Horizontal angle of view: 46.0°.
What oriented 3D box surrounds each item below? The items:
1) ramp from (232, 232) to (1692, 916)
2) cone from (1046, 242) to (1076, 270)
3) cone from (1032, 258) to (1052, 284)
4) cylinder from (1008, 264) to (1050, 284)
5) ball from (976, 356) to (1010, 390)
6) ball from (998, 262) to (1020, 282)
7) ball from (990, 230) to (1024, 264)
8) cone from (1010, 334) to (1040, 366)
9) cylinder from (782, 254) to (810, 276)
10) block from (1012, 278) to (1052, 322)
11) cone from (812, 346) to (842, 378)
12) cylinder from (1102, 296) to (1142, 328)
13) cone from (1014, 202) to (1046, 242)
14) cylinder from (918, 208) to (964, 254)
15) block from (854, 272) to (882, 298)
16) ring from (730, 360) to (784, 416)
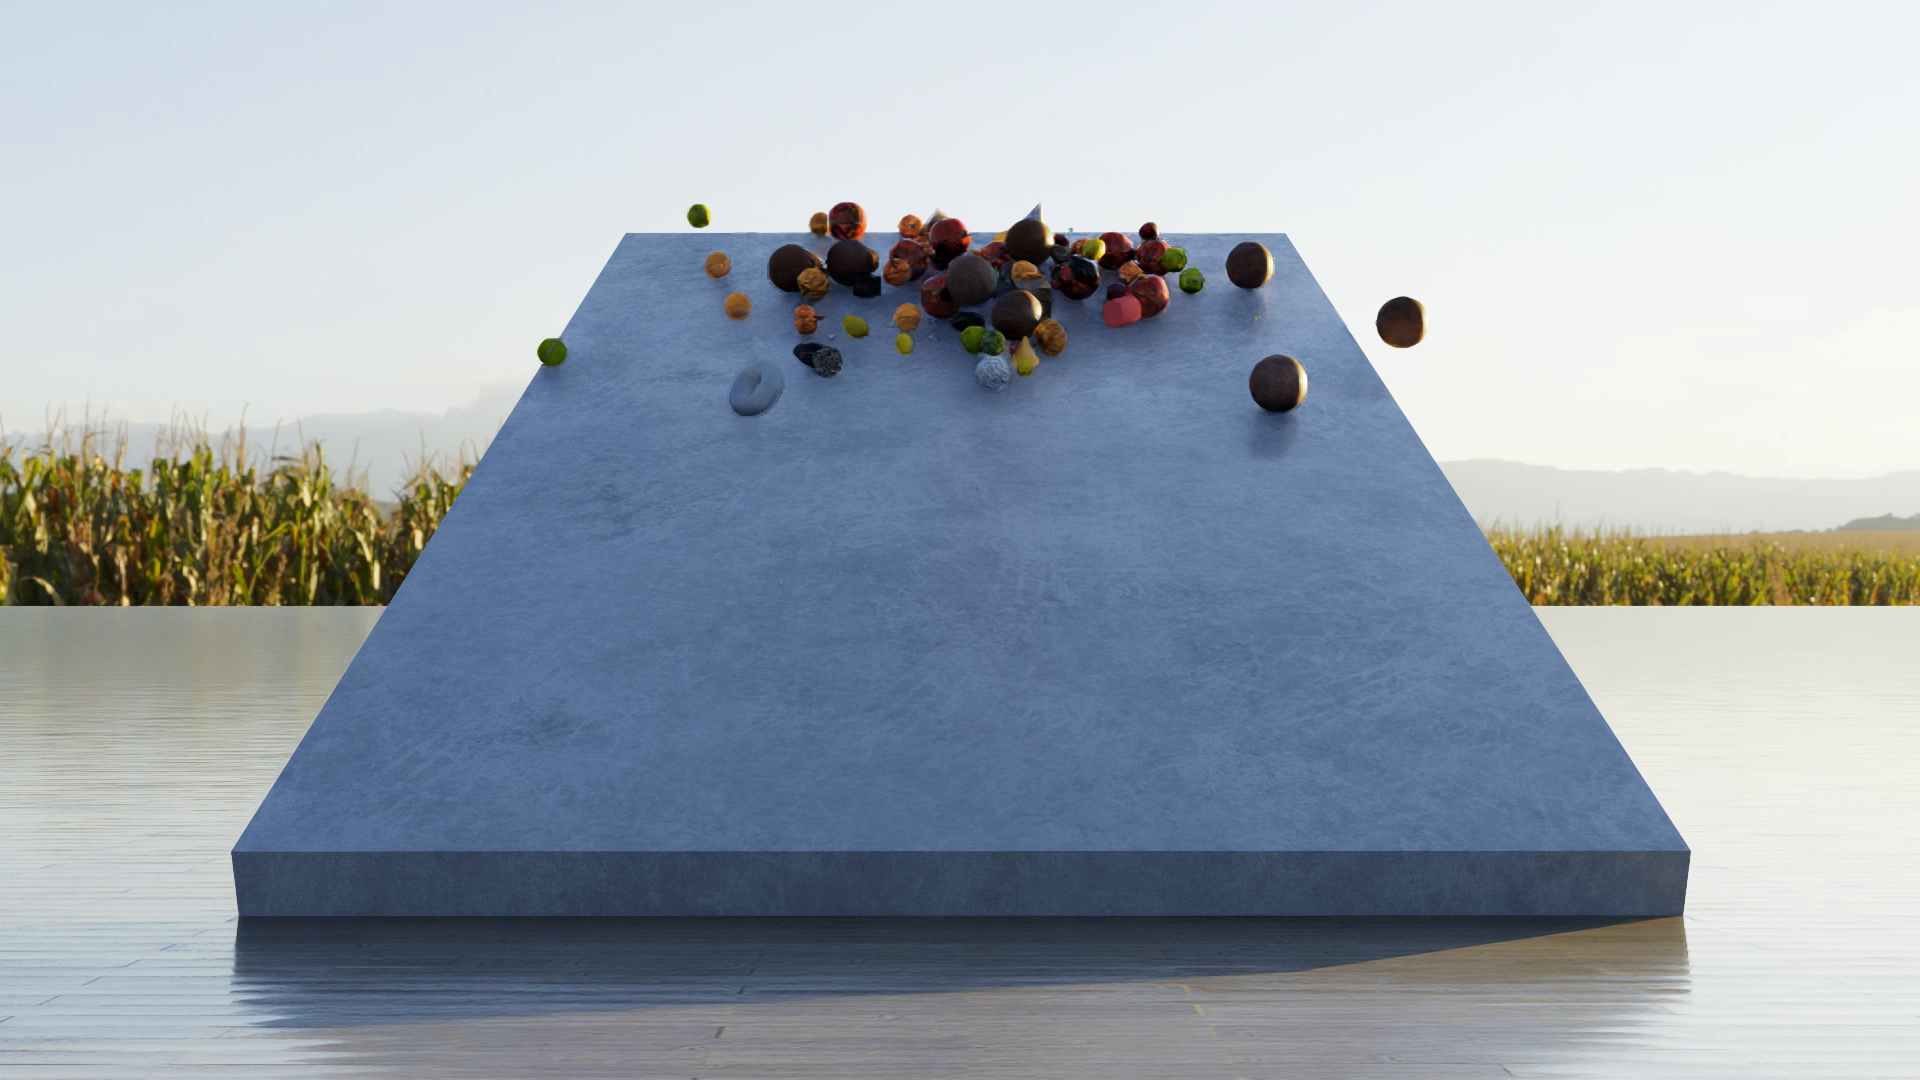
[{"bbox_3d":[-0.005,-0.205,4.999,2.000,0.100,4.000,0,20,0],"label":"ramp"},{"bbox_3d":[0.269,-0.811,6.337,0.079,0.079,0.079,42,-4,-2],"label":"cone"},{"bbox_3d":[0.203,-0.731,6.258,0.078,0.078,0.078,-22,-10,22],"label":"cone"},{"bbox_3d":[0.183,-0.679,6.036,0.087,0.087,0.087,24,6,17],"label":"cylinder"},{"bbox_3d":[0.077,-0.386,5.232,0.082,0.082,0.082,0,-2,0],"label":"ball"},{"bbox_3d":[0.143,-0.713,6.134,0.085,0.085,0.085,0,-2,0],"label":"ball"},{"bbox_3d":[0.135,-0.829,6.426,0.098,0.098,0.098,0,-2,0],"label":"ball"},{"bbox_3d":[0.157,-0.462,5.458,0.072,0.072,0.072,0,20,0],"label":"cone"},{"bbox_3d":[-0.459,-0.764,6.317,0.055,0.055,0.055,-4,-4,39],"label":"cylinder"},{"bbox_3d":[0.185,-0.624,5.880,0.086,0.086,0.086,-3,23,-8],"label":"block"},{"bbox_3d":[-0.302,-0.415,5.379,0.074,0.074,0.074,0,-7,17],"label":"cone"},{"bbox_3d":[0.415,-0.586,5.801,0.072,0.072,0.072,-1,13,45],"label":"cylinder"},{"bbox_3d":[0.211,-0.895,6.298,0.100,0.100,0.100,18,16,-5],"label":"cone"},{"bbox_3d":[-0.054,-0.889,6.526,0.095,0.095,0.095,34,-9,-11],"label":"cylinder"},{"bbox_3d":[-0.250,-0.685,6.100,0.054,0.054,0.054,12,23,31],"label":"block"},{"bbox_3d":[-0.450,-0.336,5.004,0.144,0.144,0.048,-1,-30,44],"label":"ring"}]
